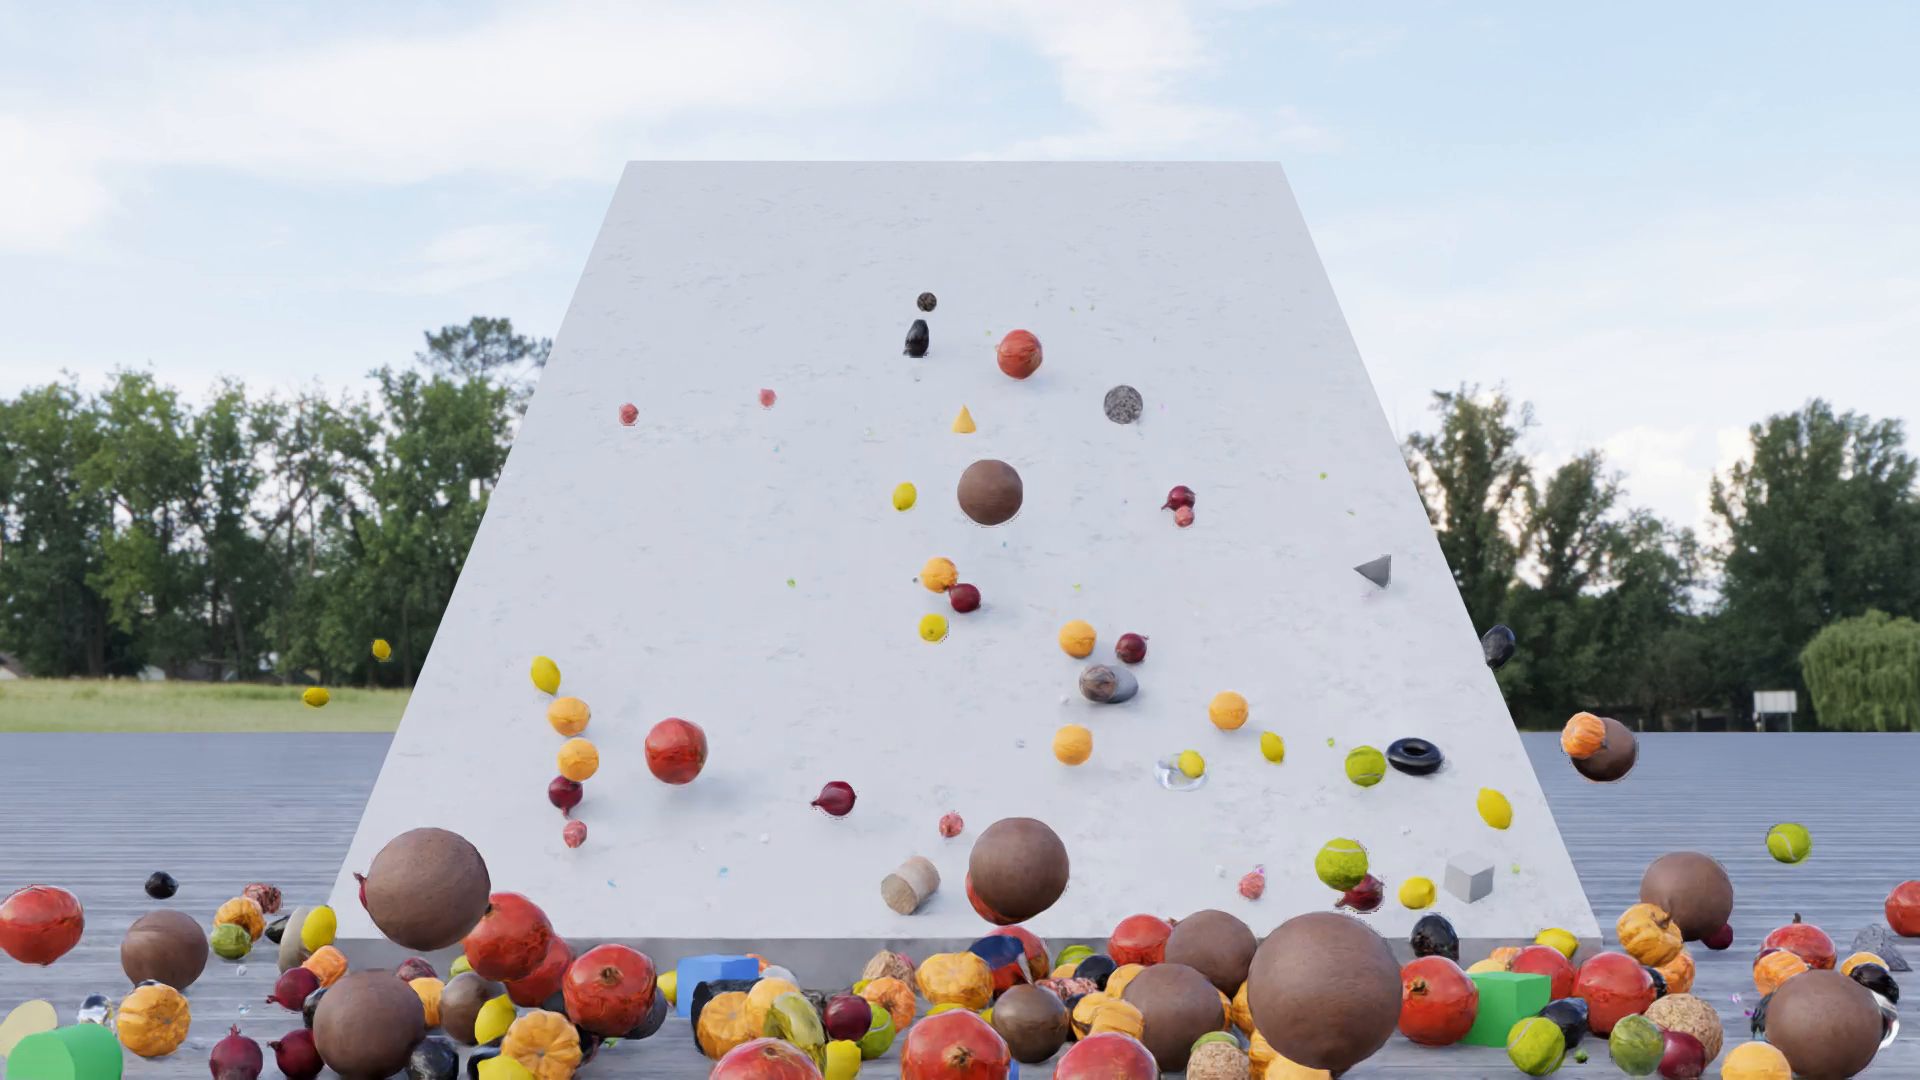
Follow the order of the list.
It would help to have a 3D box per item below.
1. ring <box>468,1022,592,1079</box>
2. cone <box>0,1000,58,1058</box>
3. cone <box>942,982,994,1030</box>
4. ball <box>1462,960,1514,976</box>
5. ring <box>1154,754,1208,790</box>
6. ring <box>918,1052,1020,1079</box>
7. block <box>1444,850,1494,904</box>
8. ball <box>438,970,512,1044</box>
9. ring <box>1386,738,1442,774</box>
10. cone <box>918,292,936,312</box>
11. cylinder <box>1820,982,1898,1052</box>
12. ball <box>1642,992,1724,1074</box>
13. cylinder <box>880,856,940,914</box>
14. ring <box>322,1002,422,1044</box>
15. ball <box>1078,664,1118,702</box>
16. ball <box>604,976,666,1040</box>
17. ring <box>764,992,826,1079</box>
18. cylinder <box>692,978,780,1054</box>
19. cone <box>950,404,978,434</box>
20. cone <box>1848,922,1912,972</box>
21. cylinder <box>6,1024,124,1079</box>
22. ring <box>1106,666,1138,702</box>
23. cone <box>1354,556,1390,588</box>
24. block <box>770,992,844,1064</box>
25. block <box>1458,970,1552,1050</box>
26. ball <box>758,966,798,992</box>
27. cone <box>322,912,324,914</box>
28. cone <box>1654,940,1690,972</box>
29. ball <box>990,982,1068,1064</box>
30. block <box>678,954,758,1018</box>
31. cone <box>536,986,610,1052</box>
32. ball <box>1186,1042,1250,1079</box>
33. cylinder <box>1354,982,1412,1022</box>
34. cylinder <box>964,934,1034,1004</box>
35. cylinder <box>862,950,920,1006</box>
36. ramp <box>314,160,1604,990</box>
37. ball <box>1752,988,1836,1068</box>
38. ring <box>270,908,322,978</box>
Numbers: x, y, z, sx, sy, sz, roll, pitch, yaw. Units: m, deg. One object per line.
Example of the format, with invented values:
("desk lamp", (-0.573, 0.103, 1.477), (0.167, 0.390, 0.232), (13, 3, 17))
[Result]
("ring", (-0.500, 0.601, 2.751), (0.147, 0.049, 0.147), (-12, 0, 0))
("cone", (-1.149, 0.631, 2.972), (0.080, 0.080, 0.080), (-1, -31, 18))
("cone", (0.003, 0.655, 3.256), (0.071, 0.071, 0.071), (-31, -18, 22))
("ball", (0.738, 0.628, 3.287), (0.087, 0.087, 0.087), (0, -5, 0))
("ring", (0.379, 0.400, 4.069), (0.093, 0.031, 0.093), (1, 27, 0))
("ring", (0.009, 0.607, 2.688), (0.116, 0.039, 0.116), (-1, -4, 0))
("block", (0.812, 0.537, 3.767), (0.054, 0.054, 0.054), (-17, 31, -31))
("ball", (-0.633, 0.610, 3.082), (0.096, 0.096, 0.096), (0, -5, 0))
("ring", (0.791, 0.377, 4.116), (0.098, 0.033, 0.098), (1, 25, 0))
("cone", (-0.080, -0.612, 6.110), (0.053, 0.053, 0.053), (-1, -1, 11))
("cylinder", (1.133, 0.601, 2.982), (0.077, 0.077, 0.077), (-4, -20, 39))
("ball", (0.866, 0.591, 2.832), (0.094, 0.094, 0.094), (0, -5, 0))
("cylinder", (-0.078, 0.544, 3.730), (0.068, 0.068, 0.068), (-4, 20, 38))
("ring", (-0.780, 0.640, 3.134), (0.131, 0.044, 0.131), (-4, -4, 0))
("ball", (0.249, 0.257, 4.252), (0.071, 0.071, 0.071), (0, -5, 0))
("ball", (-0.416, 0.598, 3.021), (0.081, 0.081, 0.081), (0, -5, 0))
("ring", (-0.176, 0.540, 2.511), (0.039, 0.117, 0.117), (-3, -3, -25))
("cylinder", (-0.284, 0.606, 3.007), (0.091, 0.091, 0.091), (2, -5, -24))
("cone", (0.009, -0.284, 5.406), (0.063, 0.063, 0.063), (0, 26, 0))
("cone", (1.568, 0.708, 3.986), (0.092, 0.092, 0.092), (27, -7, -4))
("cylinder", (-0.974, 0.575, 2.572), (0.086, 0.086, 0.086), (-1, -5, 15))
("ring", (0.276, 0.265, 4.336), (0.103, 0.034, 0.103), (1, 27, -1))
("cone", (0.814, 0.060, 4.704), (0.067, 0.067, 0.067), (6, -5, -4))
("block", (-0.191, 0.607, 2.946), (0.079, 0.079, 0.079), (1, -5, -14))
("block", (0.713, 0.615, 3.095), (0.087, 0.087, 0.087), (-4, -6, 43))
("ball", (-0.267, 0.650, 3.417), (0.067, 0.067, 0.067), (0, -5, 0))
("cone", (-1.187, 0.749, 4.480), (0.069, 0.069, 0.069), (2, 33, -23))
("cone", (1.203, 0.717, 4.007), (0.060, 0.060, 0.060), (0, -31, 6))
("ball", (0.085, 0.595, 2.910), (0.097, 0.097, 0.097), (0, -5, 0))
("block", (-0.347, 0.640, 3.383), (0.082, 0.082, 0.082), (-3, -5, 35))
("cone", (-0.491, 0.631, 3.020), (0.093, 0.093, 0.093), (0, -30, -5))
("ball", (0.283, 0.584, 2.588), (0.069, 0.069, 0.069), (0, -5, 0))
("cylinder", (0.585, 0.638, 3.262), (0.055, 0.055, 0.055), (8, -9, -37))
("cylinder", (0.058, 0.617, 3.336), (0.085, 0.085, 0.085), (-12, 24, 5))
("cylinder", (-0.099, 0.627, 3.380), (0.059, 0.059, 0.059), (39, -18, -16))
("ramp", (-0.010, -0.228, 5.476), (2.000, 0.100, 4.000), (0, 26, 0))
("ball", (1.013, 0.593, 2.873), (0.096, 0.096, 0.096), (0, -5, 0))
("ring", (-1.060, 0.646, 3.790), (0.040, 0.120, 0.120), (27, 0, 11))
